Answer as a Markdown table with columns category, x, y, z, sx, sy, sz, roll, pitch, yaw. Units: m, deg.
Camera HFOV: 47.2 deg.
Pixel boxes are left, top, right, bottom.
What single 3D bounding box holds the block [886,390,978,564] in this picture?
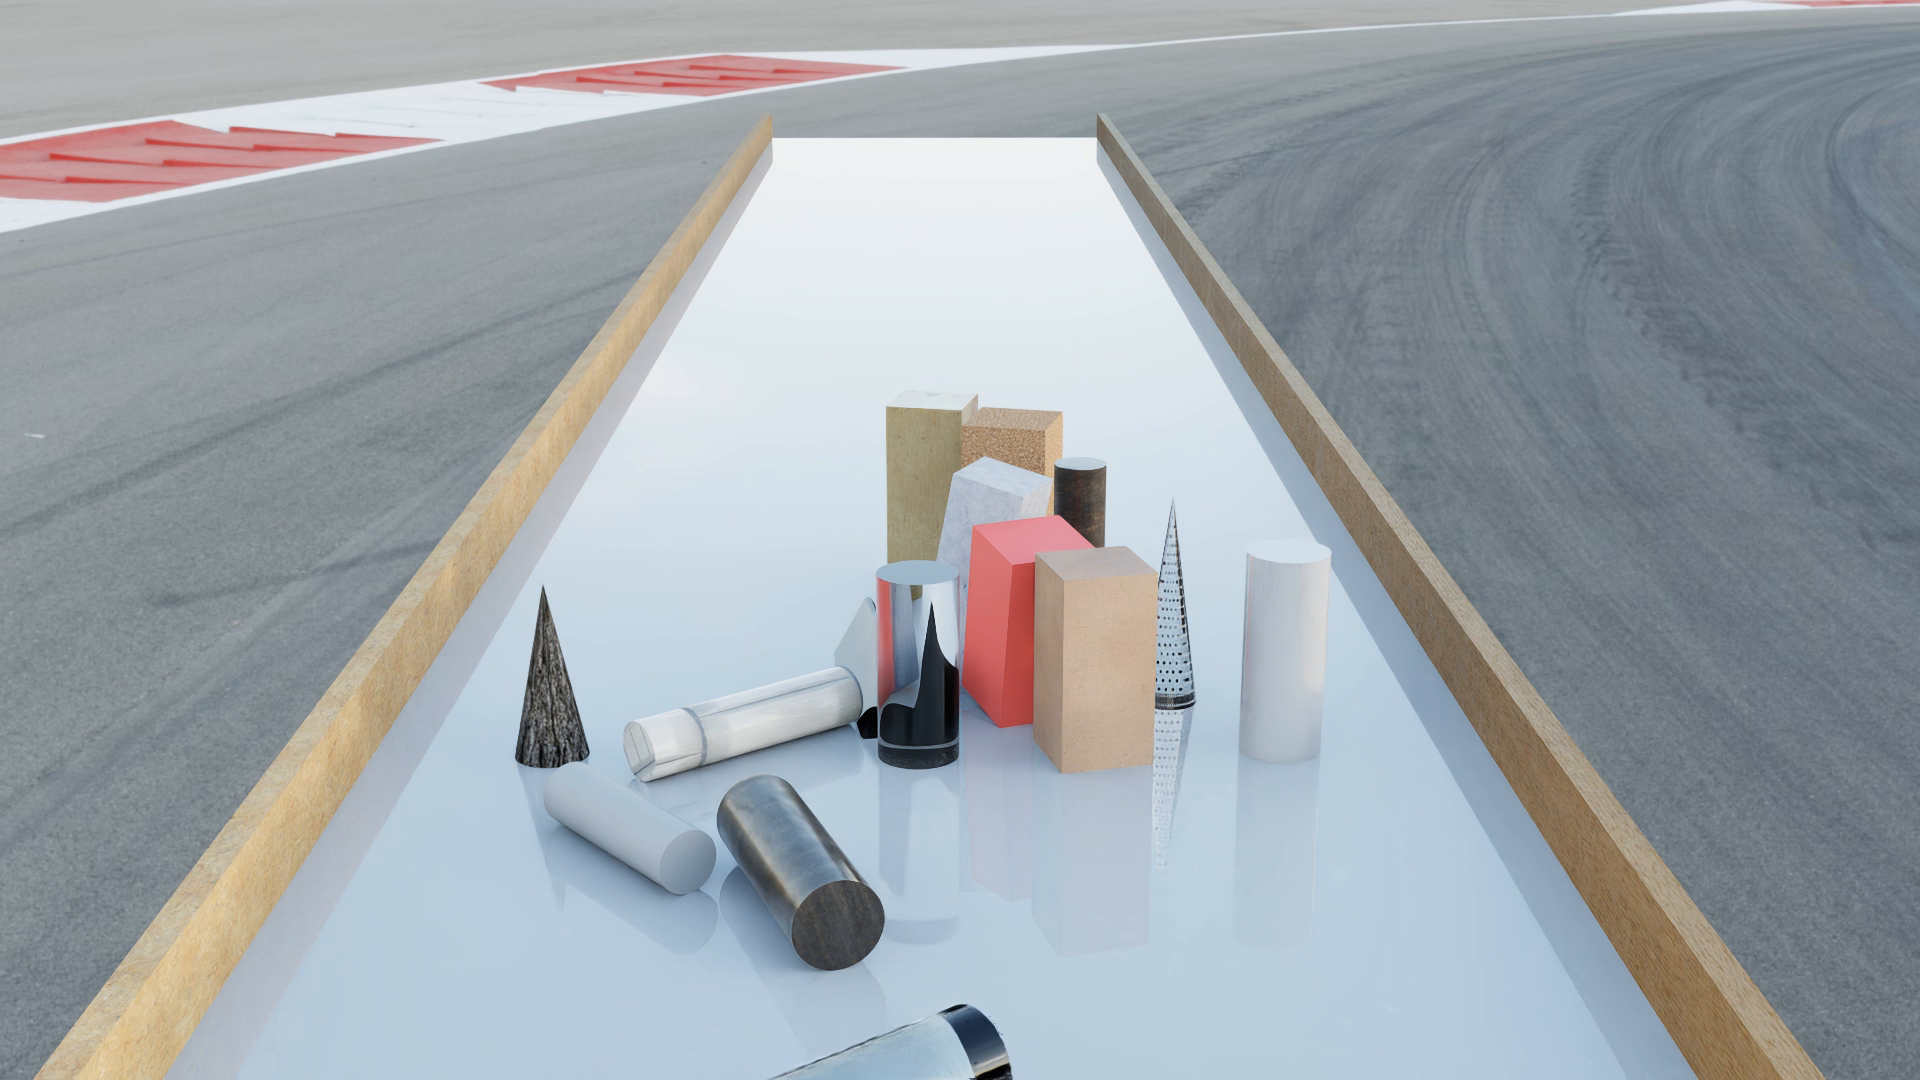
| category | x | y | z | sx | sy | sz | roll | pitch | yaw |
| --- | --- | --- | --- | --- | --- | --- | --- | --- | --- |
| block | -0.060 | -0.107 | 4.857 | 0.168 | 0.416 | 0.168 | 4 | 17 | 12 |

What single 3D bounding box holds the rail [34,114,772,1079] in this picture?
| category | x | y | z | sx | sy | sz | roll | pitch | yaw |
| --- | --- | --- | --- | --- | --- | --- | --- | --- | --- |
| rail | -1.118 | -0.838 | 7.780 | 0.050 | 0.150 | 12.000 | 0 | 17 | -1 |

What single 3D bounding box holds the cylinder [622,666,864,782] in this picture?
| category | x | y | z | sx | sy | sz | roll | pitch | yaw |
| --- | --- | --- | --- | --- | --- | --- | --- | --- | --- |
| cylinder | -0.384 | 0.326 | 3.943 | 0.445 | 0.107 | 0.107 | -13 | 21 | -37 |

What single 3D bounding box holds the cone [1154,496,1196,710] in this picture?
| category | x | y | z | sx | sy | sz | roll | pitch | yaw |
| --- | --- | --- | --- | --- | --- | --- | --- | --- | --- |
| cone | 0.396 | 0.110 | 4.142 | 0.111 | 0.409 | 0.111 | 0 | 17 | 0 |

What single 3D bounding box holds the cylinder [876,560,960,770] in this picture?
| category | x | y | z | sx | sy | sz | roll | pitch | yaw |
| --- | --- | --- | --- | --- | --- | --- | --- | --- | --- |
| cylinder | -0.074 | 0.220 | 3.890 | 0.146 | 0.340 | 0.146 | 0 | 17 | 0 |

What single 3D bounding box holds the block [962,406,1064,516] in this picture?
| category | x | y | z | sx | sy | sz | roll | pitch | yaw |
| --- | --- | --- | --- | --- | --- | --- | --- | --- | --- |
| block | 0.111 | -0.051 | 4.656 | 0.177 | 0.424 | 0.177 | 4 | 17 | 14 |

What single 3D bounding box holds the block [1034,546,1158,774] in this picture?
| category | x | y | z | sx | sy | sz | roll | pitch | yaw |
| --- | --- | --- | --- | --- | --- | --- | --- | --- | --- |
| block | 0.238 | 0.210 | 3.899 | 0.170 | 0.355 | 0.170 | -4 | 17 | -15 |

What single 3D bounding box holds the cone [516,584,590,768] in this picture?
| category | x | y | z | sx | sy | sz | roll | pitch | yaw |
| --- | --- | --- | --- | --- | --- | --- | --- | --- | --- |
| cone | -0.730 | 0.229 | 3.891 | 0.132 | 0.323 | 0.132 | 0 | 17 | 0 |

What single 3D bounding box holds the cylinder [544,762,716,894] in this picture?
| category | x | y | z | sx | sy | sz | roll | pitch | yaw |
| --- | --- | --- | --- | --- | --- | --- | --- | --- | --- |
| cylinder | -0.531 | 0.456 | 3.511 | 0.104 | 0.104 | 0.356 | -13 | 21 | -38 |

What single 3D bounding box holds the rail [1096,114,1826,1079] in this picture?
| category | x | y | z | sx | sy | sz | roll | pitch | yaw |
| --- | --- | --- | --- | --- | --- | --- | --- | --- | --- |
| rail | 0.932 | -0.844 | 7.801 | 0.050 | 0.150 | 12.000 | 0 | 17 | -1 |

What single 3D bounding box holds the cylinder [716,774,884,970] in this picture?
| category | x | y | z | sx | sy | sz | roll | pitch | yaw |
| --- | --- | --- | --- | --- | --- | --- | --- | --- | --- |
| cylinder | -0.247 | 0.494 | 3.320 | 0.140 | 0.140 | 0.415 | -6 | 18 | -20 |

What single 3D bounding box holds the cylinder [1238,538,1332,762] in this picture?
| category | x | y | z | sx | sy | sz | roll | pitch | yaw |
| --- | --- | --- | --- | --- | --- | --- | --- | --- | --- |
| cylinder | 0.577 | 0.196 | 3.917 | 0.149 | 0.370 | 0.149 | 0 | 17 | 0 |

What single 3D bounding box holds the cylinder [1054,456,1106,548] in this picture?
| category | x | y | z | sx | sy | sz | roll | pitch | yaw |
| --- | --- | --- | --- | --- | --- | --- | --- | --- | --- |
| cylinder | 0.236 | 0.044 | 4.369 | 0.103 | 0.405 | 0.103 | 0 | 17 | 0 |

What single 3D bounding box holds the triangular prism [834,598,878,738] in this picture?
| category | x | y | z | sx | sy | sz | roll | pitch | yaw |
| --- | --- | --- | --- | --- | --- | --- | --- | --- | --- |
| triangular prism | -0.148 | 0.235 | 4.212 | 0.140 | 0.121 | 0.452 | -3 | 17 | -9 |

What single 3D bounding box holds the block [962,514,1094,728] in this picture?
| category | x | y | z | sx | sy | sz | roll | pitch | yaw |
| --- | --- | --- | --- | --- | --- | --- | --- | --- | --- |
| block | 0.130 | 0.150 | 4.096 | 0.177 | 0.334 | 0.177 | -7 | 27 | -23 |

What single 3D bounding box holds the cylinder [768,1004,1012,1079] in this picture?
| category | x | y | z | sx | sy | sz | roll | pitch | yaw |
| --- | --- | --- | --- | --- | --- | --- | --- | --- | --- |
| cylinder | -0.098 | 0.682 | 2.686 | 0.303 | 0.142 | 0.142 | -13 | 21 | -37 |

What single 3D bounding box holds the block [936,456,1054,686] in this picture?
| category | x | y | z | sx | sy | sz | roll | pitch | yaw |
| --- | --- | --- | --- | --- | --- | --- | --- | --- | --- |
| block | 0.046 | 0.066 | 4.249 | 0.147 | 0.409 | 0.147 | 19 | 22 | 19 |
